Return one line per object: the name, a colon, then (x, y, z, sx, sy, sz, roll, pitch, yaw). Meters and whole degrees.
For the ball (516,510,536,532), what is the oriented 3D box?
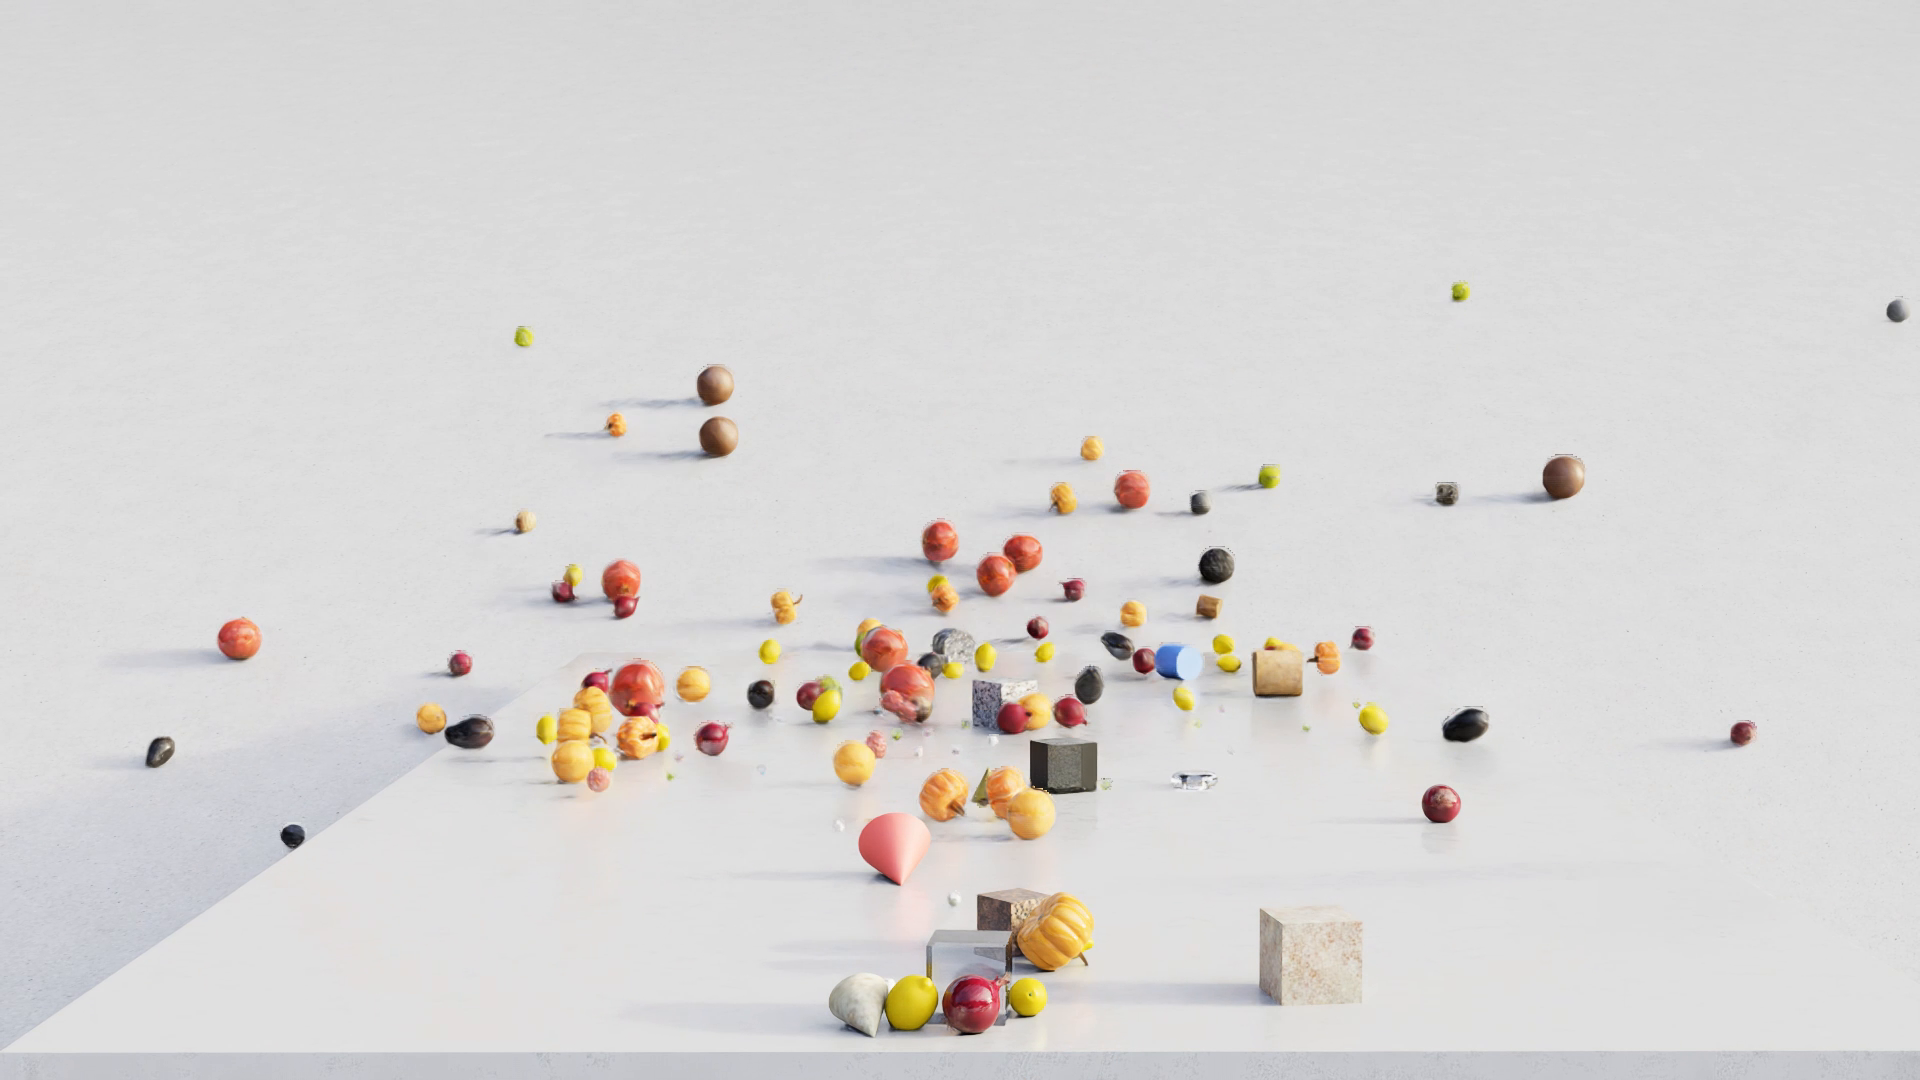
ball: (-1.280, -0.054, 7.581, 0.063, 0.063, 0.063, 0, 21, 0)

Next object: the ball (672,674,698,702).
ball: (-0.587, 0.315, 5.471, 0.056, 0.056, 0.056, 0, 21, 0)

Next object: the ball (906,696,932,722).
ball: (-0.081, 0.337, 5.118, 0.051, 0.051, 0.051, 0, 21, 0)

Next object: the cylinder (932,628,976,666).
cylinder: (-0.015, 0.259, 6.236, 0.084, 0.084, 0.084, -9, 6, -21)

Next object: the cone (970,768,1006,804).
cone: (0.045, 0.389, 4.108, 0.057, 0.057, 0.057, 0, 3, 0)

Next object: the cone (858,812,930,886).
cone: (-0.083, 0.433, 3.432, 0.098, 0.098, 0.098, -2, 30, -6)

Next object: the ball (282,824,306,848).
ball: (-1.490, 0.661, 5.743, 0.052, 0.052, 0.052, 0, 21, 0)

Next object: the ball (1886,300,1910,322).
ball: (3.517, -0.858, 9.630, 0.087, 0.087, 0.087, 0, 21, 0)

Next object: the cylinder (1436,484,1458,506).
cylinder: (1.480, -0.139, 7.804, 0.059, 0.059, 0.059, 8, 23, 19)

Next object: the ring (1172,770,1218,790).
ring: (0.388, 0.397, 4.252, 0.078, 0.026, 0.078, -1, 3, 0)

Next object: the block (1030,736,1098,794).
block: (0.170, 0.371, 4.226, 0.080, 0.080, 0.080, -2, 4, -32)

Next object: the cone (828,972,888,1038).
cone: (-0.095, 0.485, 2.611, 0.064, 0.064, 0.064, -6, 31, -15)

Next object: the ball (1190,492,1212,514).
ball: (0.724, -0.110, 7.718, 0.068, 0.068, 0.068, 0, 21, 0)

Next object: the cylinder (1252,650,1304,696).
cylinder: (0.686, 0.288, 5.557, 0.098, 0.098, 0.098, 0, 21, 0)

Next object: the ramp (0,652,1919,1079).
ramp: (0.049, 0.444, 4.532, 2.000, 0.100, 4.000, 0, 3, 0)

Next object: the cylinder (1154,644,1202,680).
cylinder: (0.500, 0.280, 5.894, 0.077, 0.077, 0.077, -18, 7, -38)

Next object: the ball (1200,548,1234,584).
ball: (0.720, 0.073, 7.202, 0.099, 0.099, 0.099, 0, 21, 0)

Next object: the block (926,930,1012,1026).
block: (0.010, 0.455, 2.677, 0.082, 0.082, 0.082, 0, 3, 6)

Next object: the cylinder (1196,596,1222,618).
cylinder: (0.676, 0.180, 6.967, 0.055, 0.055, 0.055, 6, 22, 24)

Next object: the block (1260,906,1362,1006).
block: (0.377, 0.447, 2.768, 0.088, 0.088, 0.088, -1, 3, -9)

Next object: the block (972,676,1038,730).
block: (0.088, 0.320, 5.053, 0.090, 0.090, 0.090, -3, 4, -39)

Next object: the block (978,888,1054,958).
block: (0.065, 0.446, 2.999, 0.064, 0.064, 0.064, -2, 4, -38)
